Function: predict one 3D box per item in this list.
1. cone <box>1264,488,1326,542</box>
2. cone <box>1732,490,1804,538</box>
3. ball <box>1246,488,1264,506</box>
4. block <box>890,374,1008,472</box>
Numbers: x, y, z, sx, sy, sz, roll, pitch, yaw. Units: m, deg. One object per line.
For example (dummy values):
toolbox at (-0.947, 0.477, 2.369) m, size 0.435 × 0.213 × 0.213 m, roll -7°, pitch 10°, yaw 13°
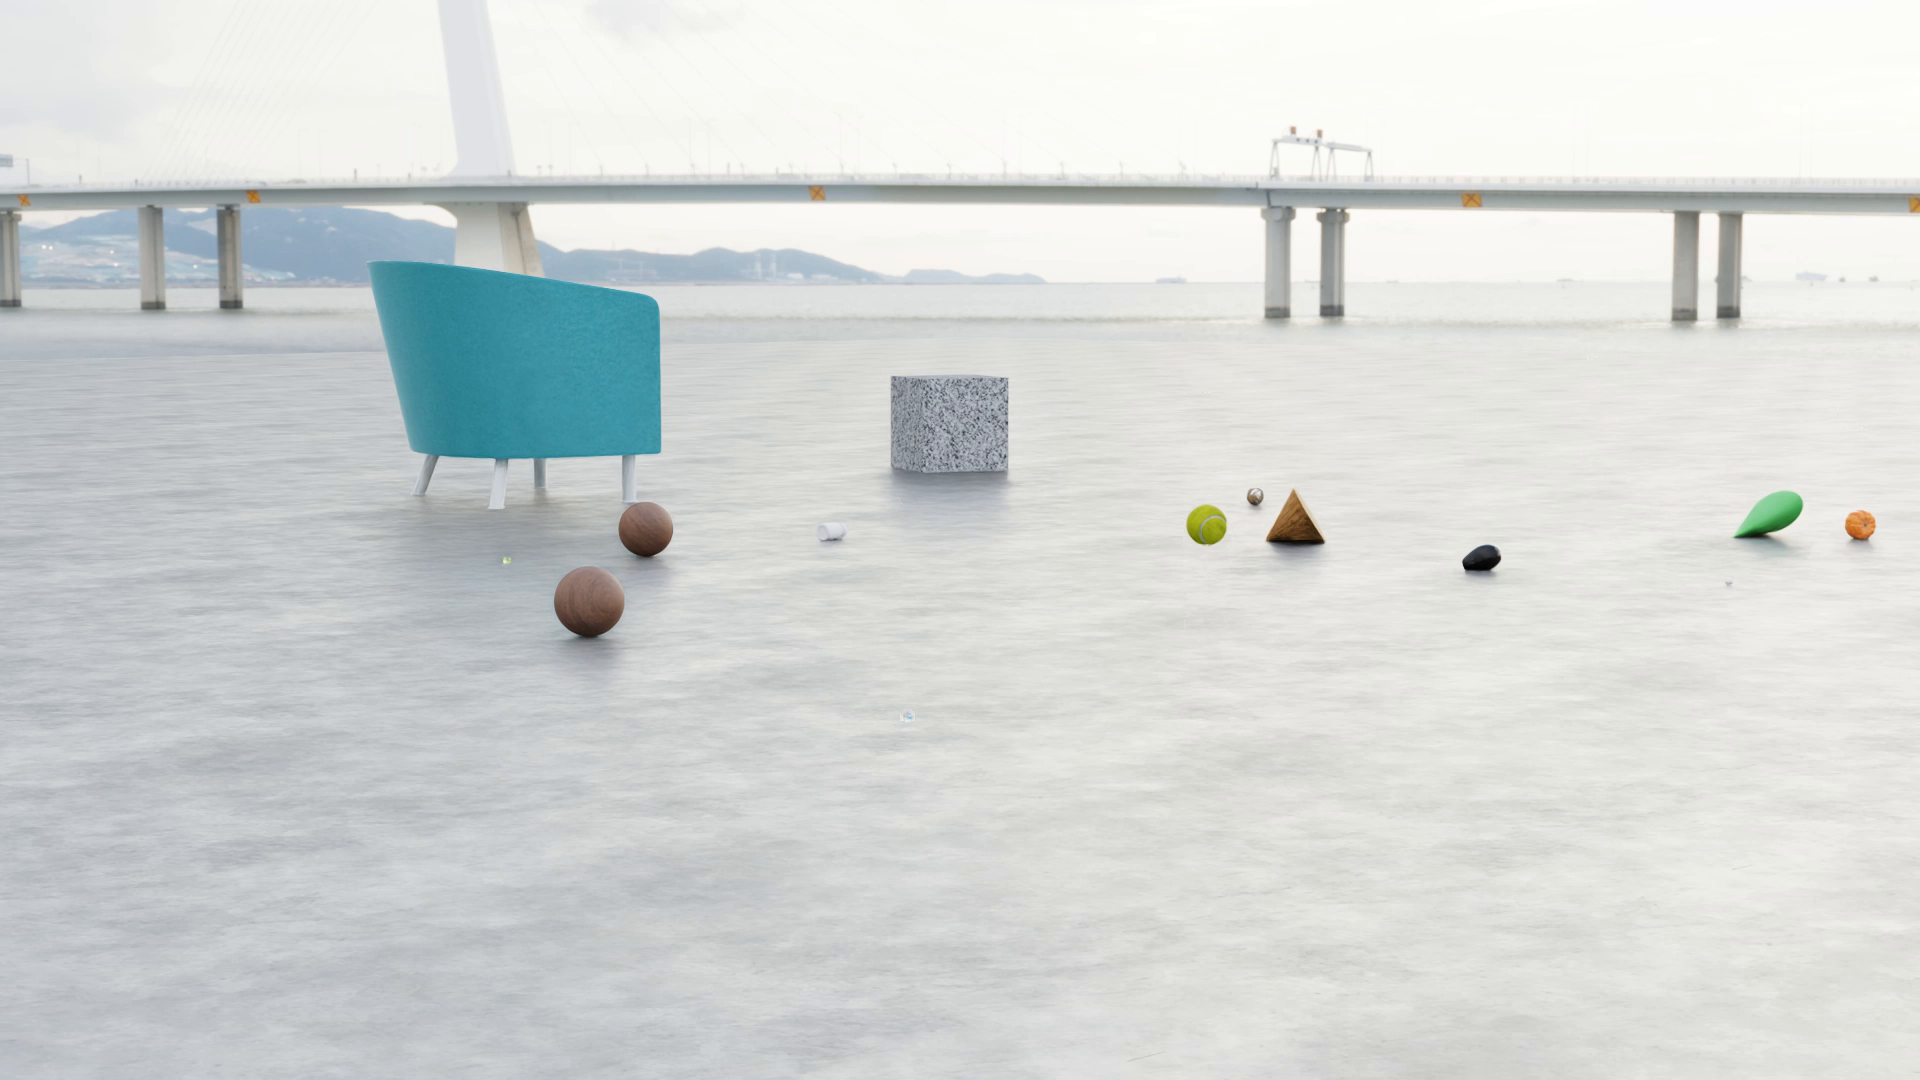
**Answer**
cone at (0.813, -0.030, 6.370) m, size 0.130 × 0.163 × 0.149 m, roll -31°, pitch 41°, yaw 10°
cone at (2.010, -0.038, 6.497) m, size 0.173 × 0.094 × 0.205 m, roll -26°, pitch -8°, yaw -28°
ball at (0.850, -0.126, 7.386) m, size 0.052 × 0.052 × 0.052 m, roll 0°, pitch 6°, yaw 0°
block at (-0.037, -0.402, 8.784) m, size 0.311 × 0.314 × 0.310 m, roll -2°, pitch 6°, yaw -22°
